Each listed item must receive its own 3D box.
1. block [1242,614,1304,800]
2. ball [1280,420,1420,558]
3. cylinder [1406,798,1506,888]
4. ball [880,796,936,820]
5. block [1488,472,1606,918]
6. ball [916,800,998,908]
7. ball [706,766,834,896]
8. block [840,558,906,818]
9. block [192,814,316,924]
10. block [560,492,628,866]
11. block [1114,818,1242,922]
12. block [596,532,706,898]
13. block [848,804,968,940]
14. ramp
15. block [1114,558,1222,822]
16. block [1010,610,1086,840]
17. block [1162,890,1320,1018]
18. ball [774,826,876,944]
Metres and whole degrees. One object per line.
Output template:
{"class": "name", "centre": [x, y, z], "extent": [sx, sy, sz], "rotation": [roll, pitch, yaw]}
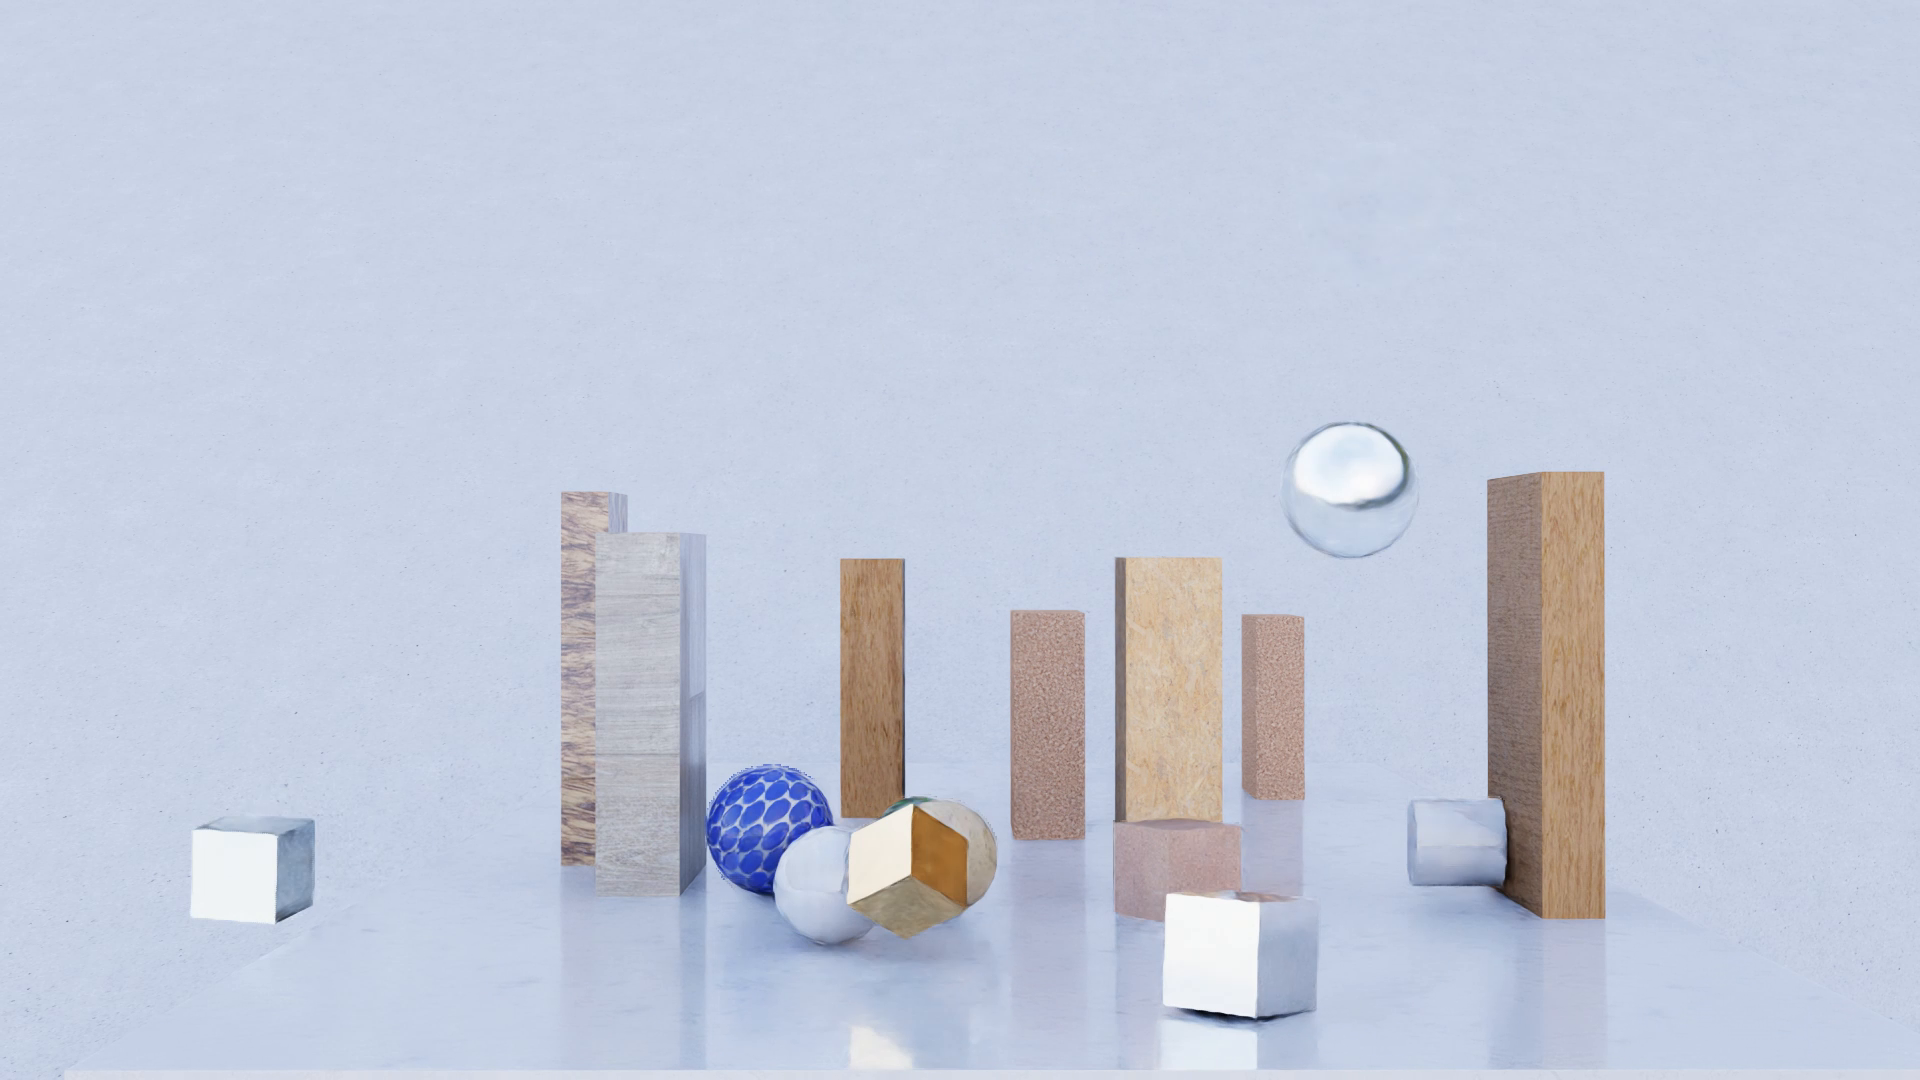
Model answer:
{"class": "block", "centre": [0.702, 0.370, 5.823], "extent": [0.106, 0.401, 0.294], "rotation": [0, 0, 0]}
{"class": "ball", "centre": [0.438, -0.057, 2.914], "extent": [0.156, 0.156, 0.156], "rotation": [0, 31, 0]}
{"class": "cylinder", "centre": [0.780, 0.477, 4.077], "extent": [0.138, 0.138, 0.138], "rotation": [0, 31, 3]}
{"class": "ball", "centre": [-0.065, 0.486, 4.153], "extent": [0.149, 0.149, 0.149], "rotation": [0, 31, 0]}
{"class": "block", "centre": [0.903, 0.230, 4.008], "extent": [0.093, 0.658, 0.394], "rotation": [0, 0, 0]}
{"class": "ball", "centre": [-0.030, 0.472, 3.848], "extent": [0.171, 0.171, 0.171], "rotation": [0, 31, 0]}
{"class": "ball", "centre": [-0.299, 0.459, 4.087], "extent": [0.202, 0.202, 0.202], "rotation": [0, 31, 0]}
{"class": "block", "centre": [-0.181, 0.304, 5.424], "extent": [0.127, 0.530, 0.288], "rotation": [0, 0, 0]}
{"class": "block", "centre": [-1.177, 0.547, 4.320], "extent": [0.147, 0.147, 0.147], "rotation": [3, 5, 10]}
{"class": "block", "centre": [-0.648, 0.240, 4.599], "extent": [0.082, 0.646, 0.260], "rotation": [0, 0, 0]}
{"class": "block", "centre": [0.324, 0.490, 3.853], "extent": [0.134, 0.134, 0.134], "rotation": [0, 0, -32]}
{"class": "block", "centre": [-0.506, 0.275, 4.279], "extent": [0.132, 0.572, 0.438], "rotation": [0, 0, 0]}
{"class": "block", "centre": [-0.069, 0.445, 3.473], "extent": [0.113, 0.113, 0.113], "rotation": [-30, 41, 30]}
{"class": "ramp", "centre": [0.069, 0.613, 4.687], "extent": [2.000, 0.100, 4.000], "rotation": [0, 0, 0]}
{"class": "block", "centre": [0.327, 0.293, 4.090], "extent": [0.147, 0.532, 0.283], "rotation": [0, 0, 0]}
{"class": "block", "centre": [0.169, 0.353, 5.053], "extent": [0.134, 0.426, 0.344], "rotation": [0, 0, 0]}
{"class": "block", "centre": [0.330, 0.483, 3.040], "extent": [0.129, 0.129, 0.129], "rotation": [0, -4, 40]}
{"class": "ball", "centre": [-0.175, 0.475, 3.563], "extent": [0.163, 0.163, 0.163], "rotation": [0, 31, 0]}
